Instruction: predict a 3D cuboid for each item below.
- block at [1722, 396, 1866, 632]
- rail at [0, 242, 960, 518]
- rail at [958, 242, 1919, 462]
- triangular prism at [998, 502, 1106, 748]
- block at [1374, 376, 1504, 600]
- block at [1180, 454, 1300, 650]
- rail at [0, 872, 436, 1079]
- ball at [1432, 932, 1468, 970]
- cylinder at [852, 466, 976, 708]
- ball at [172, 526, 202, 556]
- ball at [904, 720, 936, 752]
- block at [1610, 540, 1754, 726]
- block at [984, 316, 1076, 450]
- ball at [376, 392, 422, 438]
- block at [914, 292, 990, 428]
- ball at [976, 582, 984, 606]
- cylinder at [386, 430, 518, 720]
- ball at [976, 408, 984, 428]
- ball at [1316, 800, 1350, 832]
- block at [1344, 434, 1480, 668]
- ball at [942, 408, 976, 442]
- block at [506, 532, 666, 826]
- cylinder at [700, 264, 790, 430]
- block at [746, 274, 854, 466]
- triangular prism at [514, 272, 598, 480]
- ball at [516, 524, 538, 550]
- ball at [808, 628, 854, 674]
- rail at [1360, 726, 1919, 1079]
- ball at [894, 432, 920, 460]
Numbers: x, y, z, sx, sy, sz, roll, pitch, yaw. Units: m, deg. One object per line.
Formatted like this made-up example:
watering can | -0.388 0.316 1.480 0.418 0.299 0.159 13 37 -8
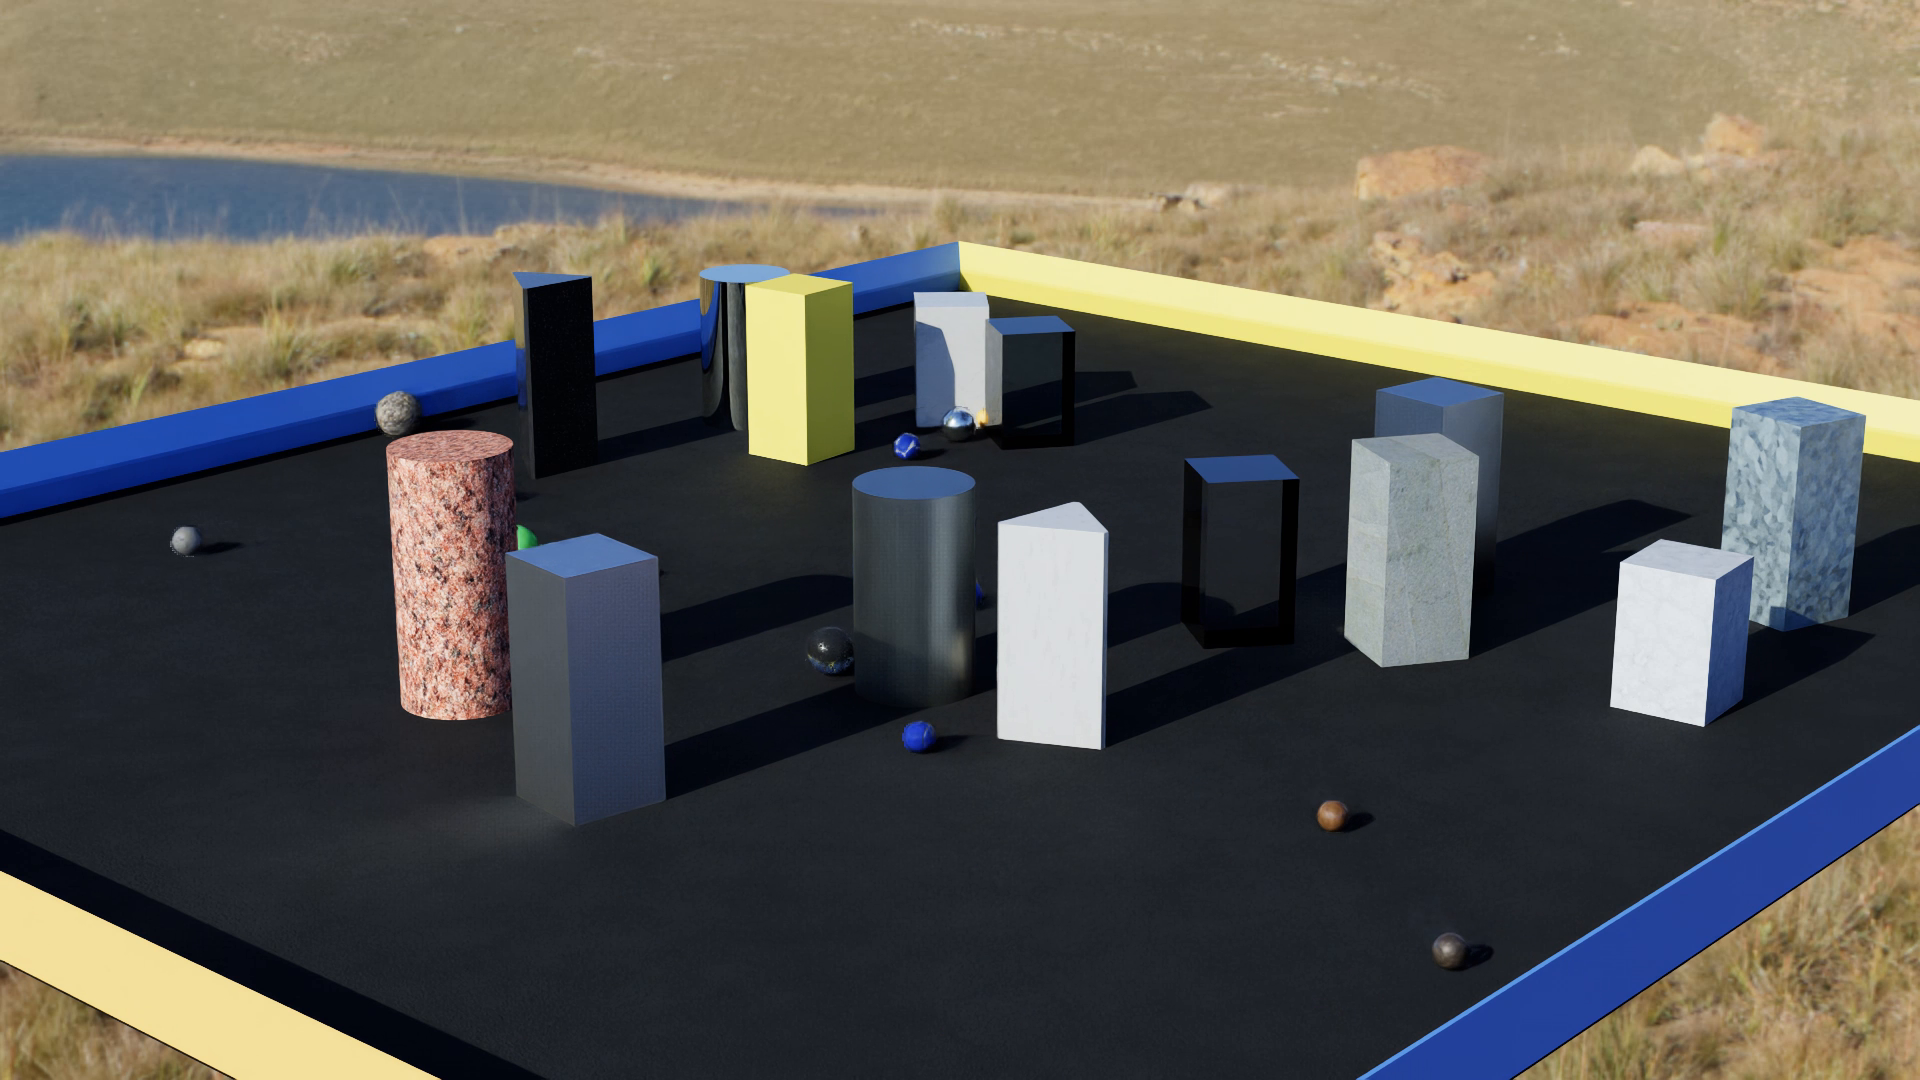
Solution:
block | 1.411 -0.046 4.981 0.154 0.356 0.154 -10 19 -30
rail | -1.254 -0.283 6.163 0.045 0.125 3.871 14 22 39
rail | 1.253 -0.386 6.502 3.369 0.125 0.045 14 22 39
triangular prism | 0.157 0.125 4.444 0.167 0.339 0.144 5 18 16
block | 0.825 -0.082 5.090 0.154 0.361 0.154 -13 21 -37
block | 0.465 0.018 4.890 0.154 0.285 0.154 -3 17 -10
rail | -1.253 0.449 3.738 3.369 0.125 0.045 14 22 39
ball | 0.613 0.514 3.664 0.046 0.046 0.046 0 17 0
cylinder | -0.072 0.072 4.620 0.192 0.338 0.192 0 17 0
ball | -1.408 0.001 5.346 0.054 0.054 0.054 0 17 0
ball | -0.059 0.294 4.386 0.047 0.047 0.047 0 17 0
block | 1.124 0.142 4.564 0.154 0.236 0.154 12 20 34
block | 0.145 -0.329 6.111 0.154 0.244 0.154 -4 17 -12
ball | -1.176 -0.264 6.153 0.096 0.096 0.096 0 17 0
block | -0.019 -0.388 6.279 0.154 0.259 0.154 -1 17 -2
ball | 0.012 0.093 5.039 0.056 0.056 0.056 0 17 0
cylinder | -0.782 0.053 4.557 0.192 0.412 0.192 0 17 0
ball | 0.057 -0.258 6.218 0.044 0.044 0.044 0 17 0
ball | 0.521 0.385 4.090 0.045 0.045 0.045 0 17 0
block | 0.737 0.015 4.801 0.154 0.343 0.154 -5 17 -15
ball | -0.003 -0.241 6.120 0.070 0.070 0.070 0 17 0
block | -0.530 0.196 4.162 0.154 0.365 0.154 -14 22 -38
cylinder | -0.456 -0.412 6.257 0.192 0.319 0.192 0 17 0
block | -0.326 -0.350 5.996 0.154 0.352 0.154 12 21 35
triangular prism | -0.844 -0.338 5.893 0.144 0.387 0.167 16 23 43
ball | -0.796 0.015 5.249 0.084 0.084 0.084 0 17 0
ball | -0.208 0.179 4.721 0.076 0.076 0.076 0 17 0
rail | 1.254 0.346 4.078 0.045 0.125 3.871 14 22 39
ball | -0.108 -0.191 5.981 0.055 0.055 0.055 0 17 0
